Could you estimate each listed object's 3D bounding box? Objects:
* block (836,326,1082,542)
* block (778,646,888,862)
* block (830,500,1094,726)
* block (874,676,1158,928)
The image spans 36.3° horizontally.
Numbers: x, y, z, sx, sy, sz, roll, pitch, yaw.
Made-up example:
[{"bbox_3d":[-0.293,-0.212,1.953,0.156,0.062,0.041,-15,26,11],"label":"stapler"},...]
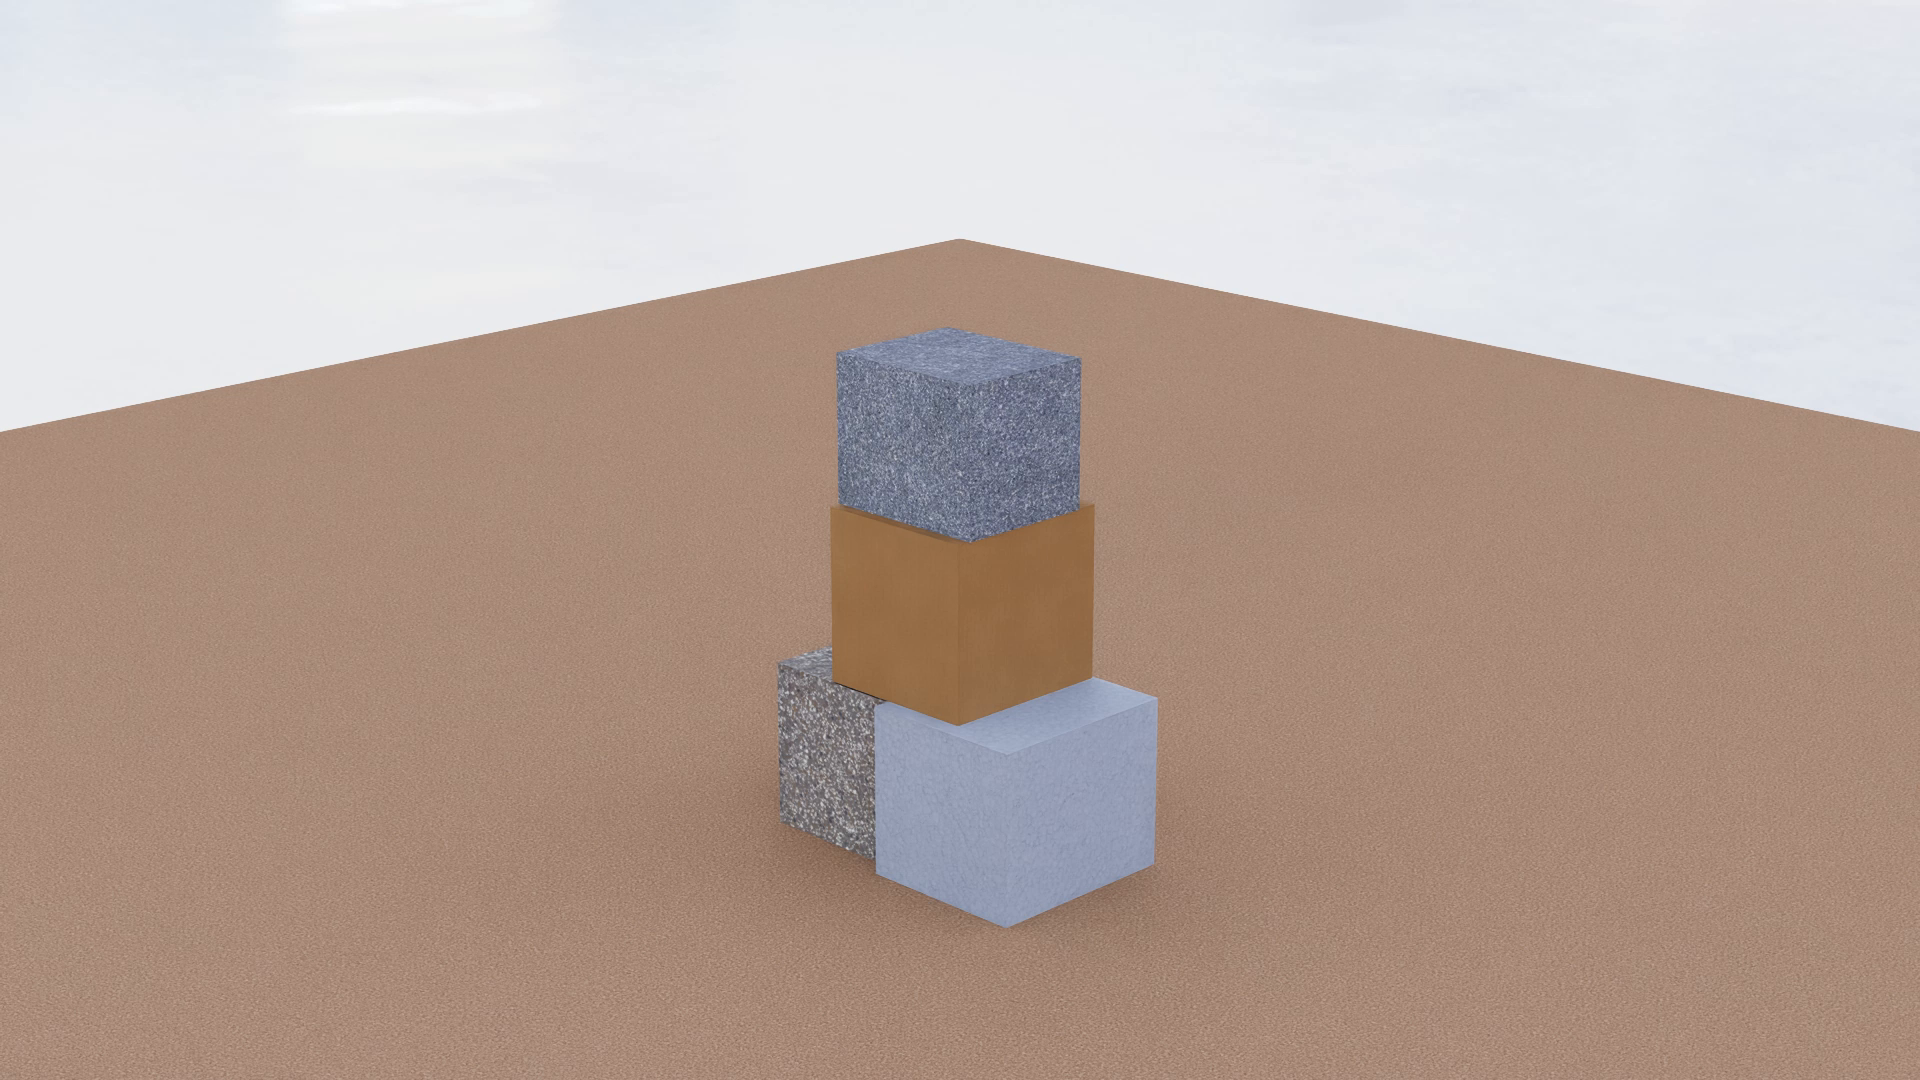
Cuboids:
[{"bbox_3d":[-0.007,-0.488,13.181,0.701,0.706,0.844,-17,24,-42],"label":"block"},{"bbox_3d":[-0.288,0.952,13.964,0.866,0.811,0.755,-17,24,-42],"label":"block"},{"bbox_3d":[0.012,0.244,13.431,0.879,0.841,0.819,-17,24,-42],"label":"block"},{"bbox_3d":[0.257,1.125,13.397,0.986,0.820,0.833,-17,24,-42],"label":"block"}]
